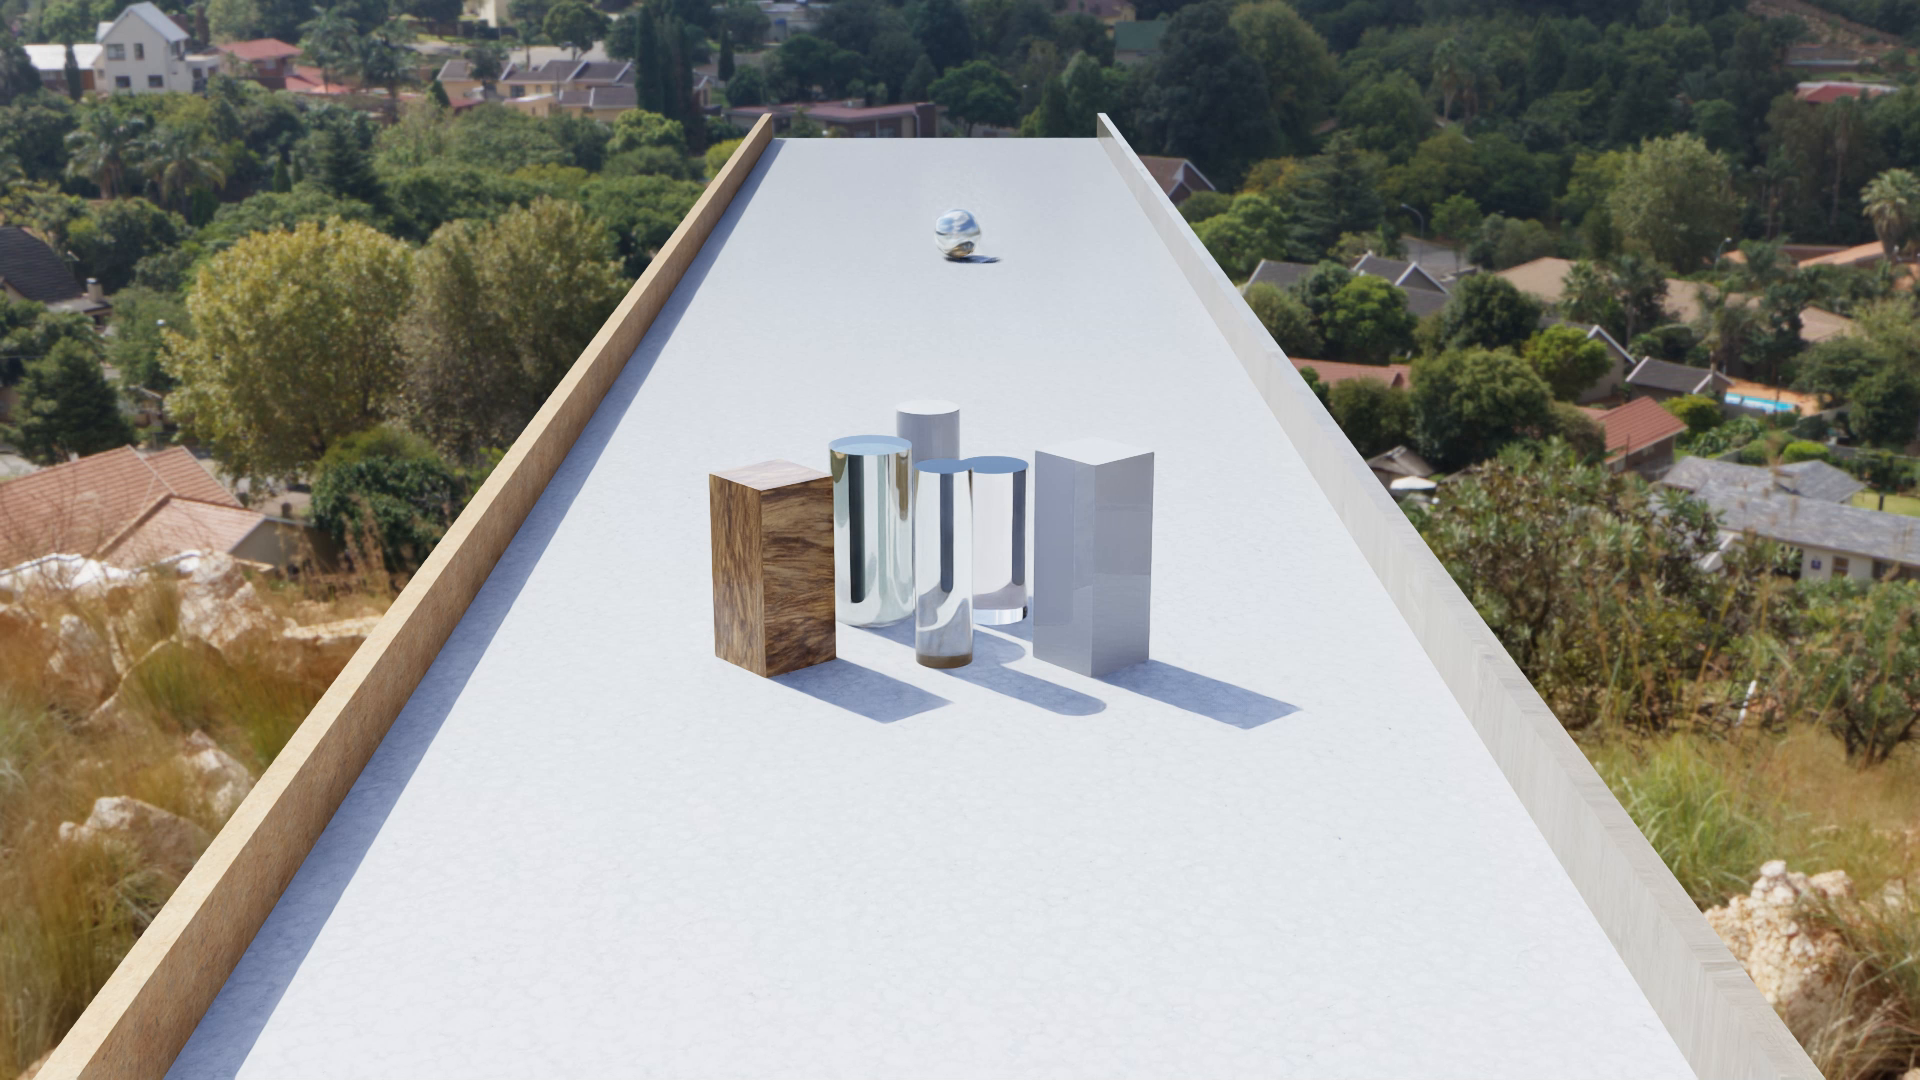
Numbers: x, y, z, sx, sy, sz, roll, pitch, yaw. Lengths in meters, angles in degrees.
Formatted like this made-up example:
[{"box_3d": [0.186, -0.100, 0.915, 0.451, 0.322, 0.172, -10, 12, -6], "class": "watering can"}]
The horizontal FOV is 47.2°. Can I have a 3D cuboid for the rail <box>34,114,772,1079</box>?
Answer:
[{"box_3d": [-1.118, -0.838, 7.780, 0.050, 0.150, 12.000, 0, 17, -1], "class": "rail"}]

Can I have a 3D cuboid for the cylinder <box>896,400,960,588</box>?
[{"box_3d": [-0.071, -0.103, 4.880, 0.143, 0.395, 0.143, 0, 17, 0], "class": "cylinder"}]

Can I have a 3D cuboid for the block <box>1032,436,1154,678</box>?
[{"box_3d": [0.263, 0.031, 4.365, 0.165, 0.431, 0.165, -14, 22, -40], "class": "block"}]

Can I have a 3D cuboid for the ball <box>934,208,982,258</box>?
[{"box_3d": [-0.010, -1.282, 9.183, 0.202, 0.202, 0.202, 0, 17, 0], "class": "ball"}]

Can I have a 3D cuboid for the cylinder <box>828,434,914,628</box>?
[{"box_3d": [-0.187, -0.020, 4.643, 0.175, 0.372, 0.175, 0, 17, 0], "class": "cylinder"}]

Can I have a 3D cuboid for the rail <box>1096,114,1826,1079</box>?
[{"box_3d": [0.932, -0.844, 7.801, 0.050, 0.150, 12.000, 0, 17, -1], "class": "rail"}]

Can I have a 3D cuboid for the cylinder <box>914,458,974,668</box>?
[{"box_3d": [-0.032, 0.047, 4.364, 0.116, 0.401, 0.116, 0, 17, 0], "class": "cylinder"}]

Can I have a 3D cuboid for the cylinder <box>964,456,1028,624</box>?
[{"box_3d": [0.069, -0.001, 4.653, 0.152, 0.328, 0.152, 0, 17, 0], "class": "cylinder"}]

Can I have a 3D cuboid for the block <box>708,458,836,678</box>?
[{"box_3d": [-0.372, 0.054, 4.376, 0.174, 0.382, 0.174, -14, 21, -39], "class": "block"}]
